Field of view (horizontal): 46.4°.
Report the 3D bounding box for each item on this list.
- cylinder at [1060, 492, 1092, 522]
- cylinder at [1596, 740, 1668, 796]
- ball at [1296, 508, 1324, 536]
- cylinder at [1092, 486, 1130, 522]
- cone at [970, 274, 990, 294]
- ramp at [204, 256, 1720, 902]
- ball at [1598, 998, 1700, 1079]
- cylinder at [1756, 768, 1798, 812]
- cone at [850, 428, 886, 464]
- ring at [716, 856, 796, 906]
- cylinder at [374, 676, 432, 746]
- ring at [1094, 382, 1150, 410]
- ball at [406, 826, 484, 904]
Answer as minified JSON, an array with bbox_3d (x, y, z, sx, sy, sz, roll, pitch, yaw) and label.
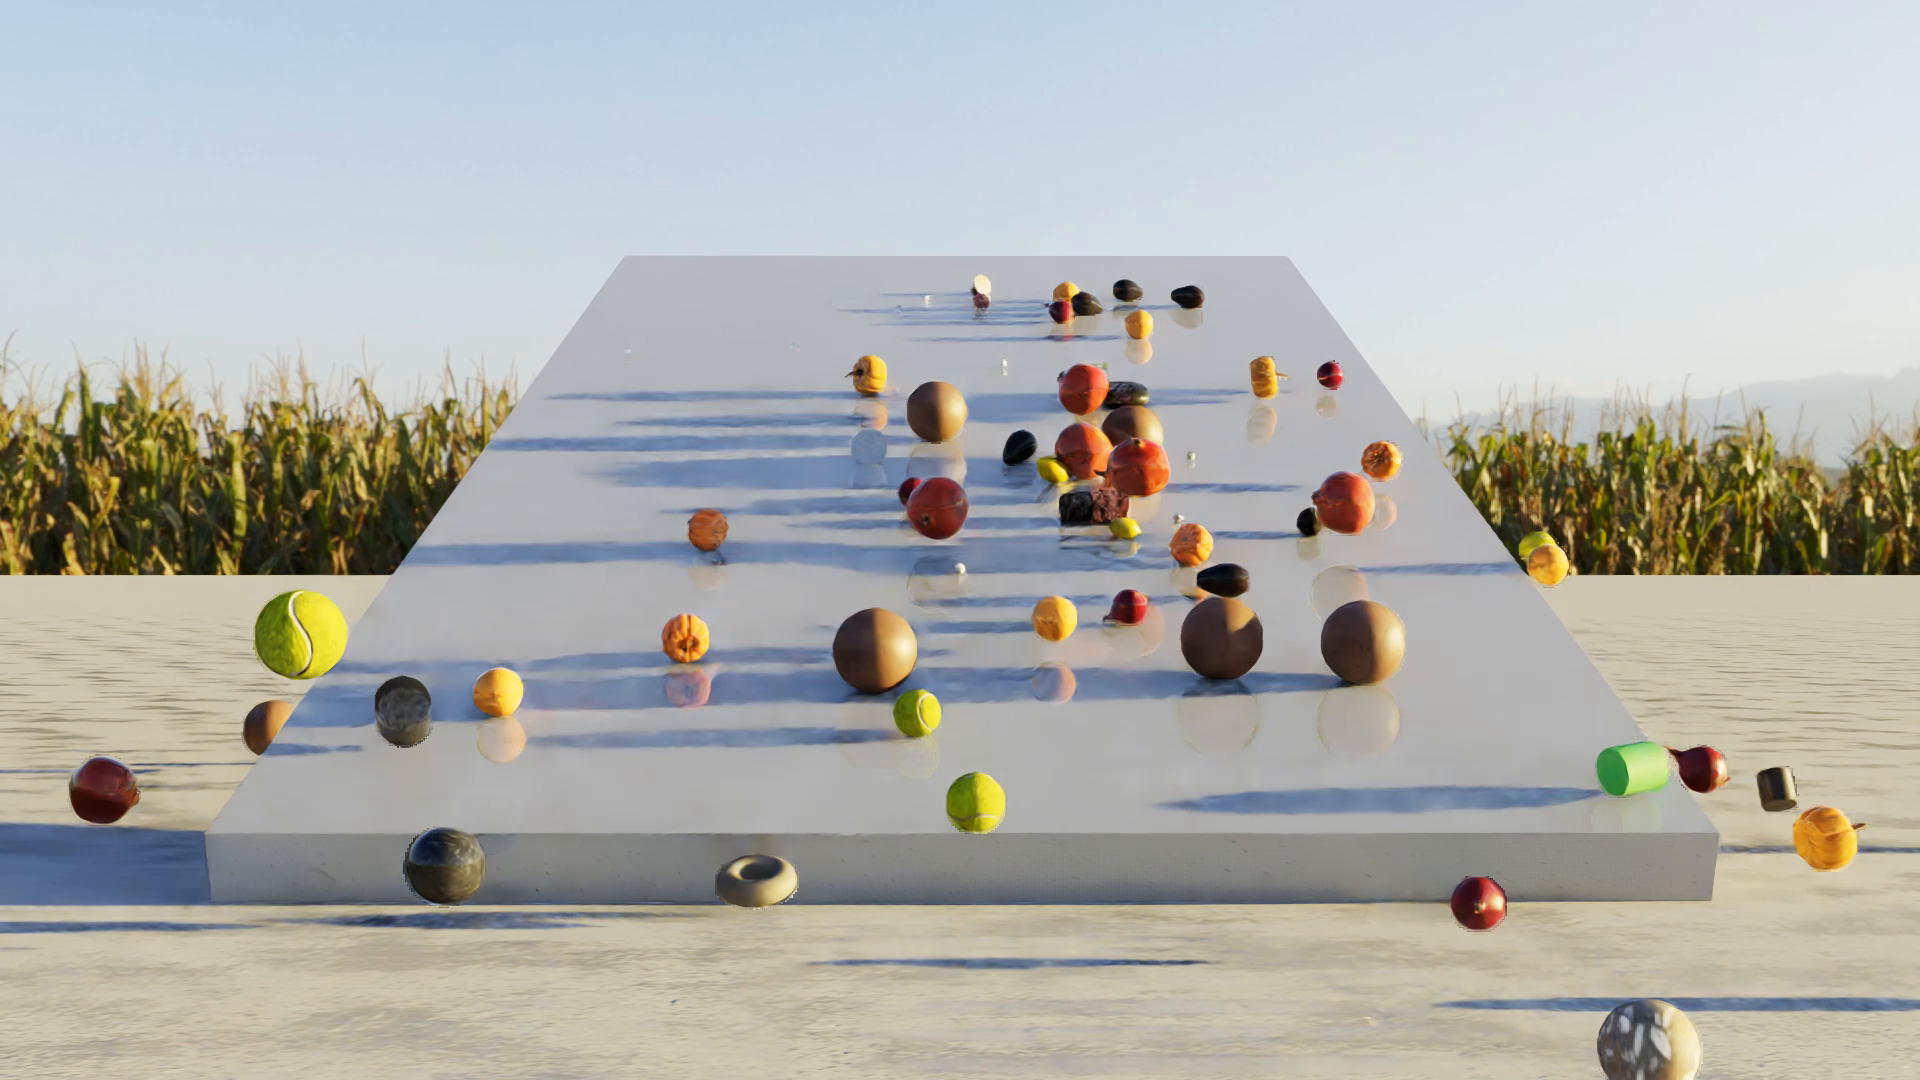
[{"bbox_3d":[0.220,-0.062,4.239,0.055,0.055,0.055,-2,-1,-6],"label":"cylinder"},{"bbox_3d":[0.918,0.312,3.057,0.066,0.066,0.066,-7,2,-22],"label":"cylinder"},{"bbox_3d":[0.652,-0.034,4.159,0.052,0.052,0.052,0,-1,0],"label":"ball"},{"bbox_3d":[0.286,-0.067,4.230,0.066,0.066,0.066,3,0,6],"label":"cylinder"},{"bbox_3d":[0.045,-0.701,6.235,0.058,0.058,0.058,1,-19,-37],"label":"cone"},{"bbox_3d":[-0.004,-0.188,4.871,2.000,0.100,4.000,0,18,0],"label":"ramp"},{"bbox_3d":[0.577,0.426,1.876,0.083,0.083,0.083,0,-1,0],"label":"ball"},{"bbox_3d":[1.368,0.418,3.753,0.057,0.057,0.057,-1,-28,0],"label":"cylinder"},{"bbox_3d":[-0.181,-0.186,4.648,0.078,0.078,0.078,0,-11,11],"label":"cone"},{"bbox_3d":[-0.255,0.427,2.809,0.101,0.034,0.101,-2,20,1],"label":"ring"},{"bbox_3d":[-0.795,0.244,3.196,0.077,0.077,0.077,0,-24,-12],"label":"cylinder"},{"bbox_3d":[0.365,-0.326,5.066,0.127,0.042,0.127,-1,22,1],"label":"ring"},{"bbox_3d":[-0.638,0.404,2.777,0.096,0.096,0.096,0,-1,0],"label":"ball"}]
